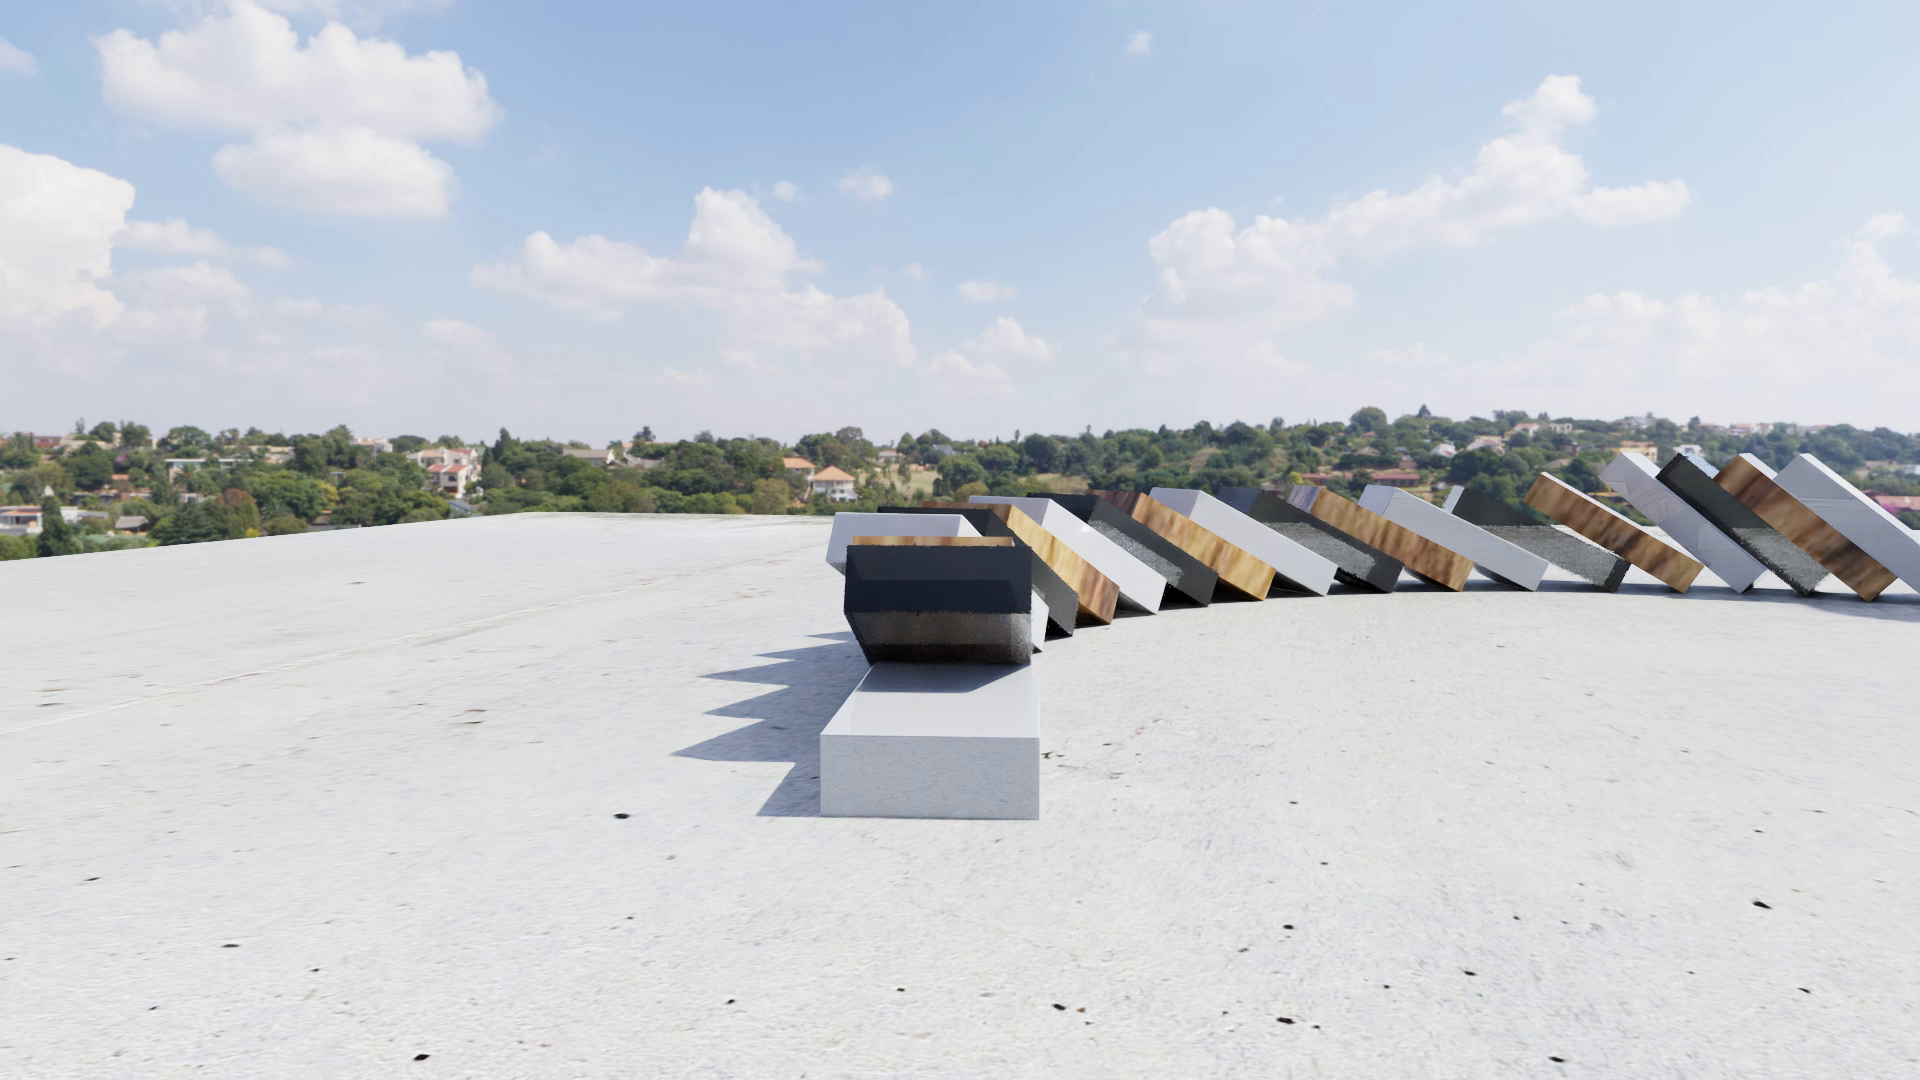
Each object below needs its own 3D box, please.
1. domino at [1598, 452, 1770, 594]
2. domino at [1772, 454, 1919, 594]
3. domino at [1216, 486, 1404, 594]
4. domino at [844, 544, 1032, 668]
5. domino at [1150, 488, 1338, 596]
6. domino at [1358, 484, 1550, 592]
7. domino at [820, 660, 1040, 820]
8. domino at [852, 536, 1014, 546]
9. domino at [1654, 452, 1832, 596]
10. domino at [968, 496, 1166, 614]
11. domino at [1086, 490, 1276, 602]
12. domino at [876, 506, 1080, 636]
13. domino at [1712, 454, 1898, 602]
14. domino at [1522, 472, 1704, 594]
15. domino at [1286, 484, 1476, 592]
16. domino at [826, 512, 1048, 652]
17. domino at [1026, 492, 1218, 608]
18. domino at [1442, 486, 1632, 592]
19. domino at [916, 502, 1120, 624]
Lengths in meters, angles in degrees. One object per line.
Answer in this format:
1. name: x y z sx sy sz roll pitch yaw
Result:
1. domino: 0.215 -0.006 0.379 0.025 0.009 0.050 -4 46 -50
2. domino: 0.250 -0.004 0.352 0.025 0.009 0.050 -5 47 -51
3. domino: 0.099 0.000 0.370 0.050 0.009 0.025 25 -2 -15
4. domino: -0.002 0.013 0.195 0.025 0.009 0.050 0 -19 3
5. domino: 0.078 0.000 0.360 0.050 0.010 0.025 26 -6 -21
6. domino: 0.145 -0.001 0.381 0.050 0.009 0.025 26 3 -3
7. domino: -0.002 0.025 0.170 0.025 0.009 0.050 0 4 4
8. domino: -0.002 0.012 0.221 0.025 0.010 0.050 1 -19 7
9. domino: 0.229 -0.005 0.373 0.025 0.010 0.050 -4 46 -50
10. domino: 0.026 0.004 0.313 0.025 0.009 0.050 4 -20 45
11. domino: 0.058 0.001 0.348 0.050 0.009 0.025 27 -9 -27
12. domino: 0.004 0.007 0.270 0.025 0.009 0.050 2 -21 27
13. domino: 0.239 -0.004 0.362 0.025 0.009 0.050 -5 47 -51
14. domino: 0.194 -0.003 0.383 0.050 0.009 0.025 35 18 20
15. domino: 0.123 -0.001 0.379 0.050 0.010 0.025 25 3 -4
16. domino: -0.003 0.009 0.248 0.025 0.010 0.050 2 -21 24
17. domino: 0.041 0.003 0.330 0.050 0.009 0.025 29 -15 -37
18. domino: 0.171 -0.001 0.383 0.050 0.009 0.025 27 10 11
19. domino: 0.013 0.006 0.292 0.025 0.009 0.050 3 -20 37
